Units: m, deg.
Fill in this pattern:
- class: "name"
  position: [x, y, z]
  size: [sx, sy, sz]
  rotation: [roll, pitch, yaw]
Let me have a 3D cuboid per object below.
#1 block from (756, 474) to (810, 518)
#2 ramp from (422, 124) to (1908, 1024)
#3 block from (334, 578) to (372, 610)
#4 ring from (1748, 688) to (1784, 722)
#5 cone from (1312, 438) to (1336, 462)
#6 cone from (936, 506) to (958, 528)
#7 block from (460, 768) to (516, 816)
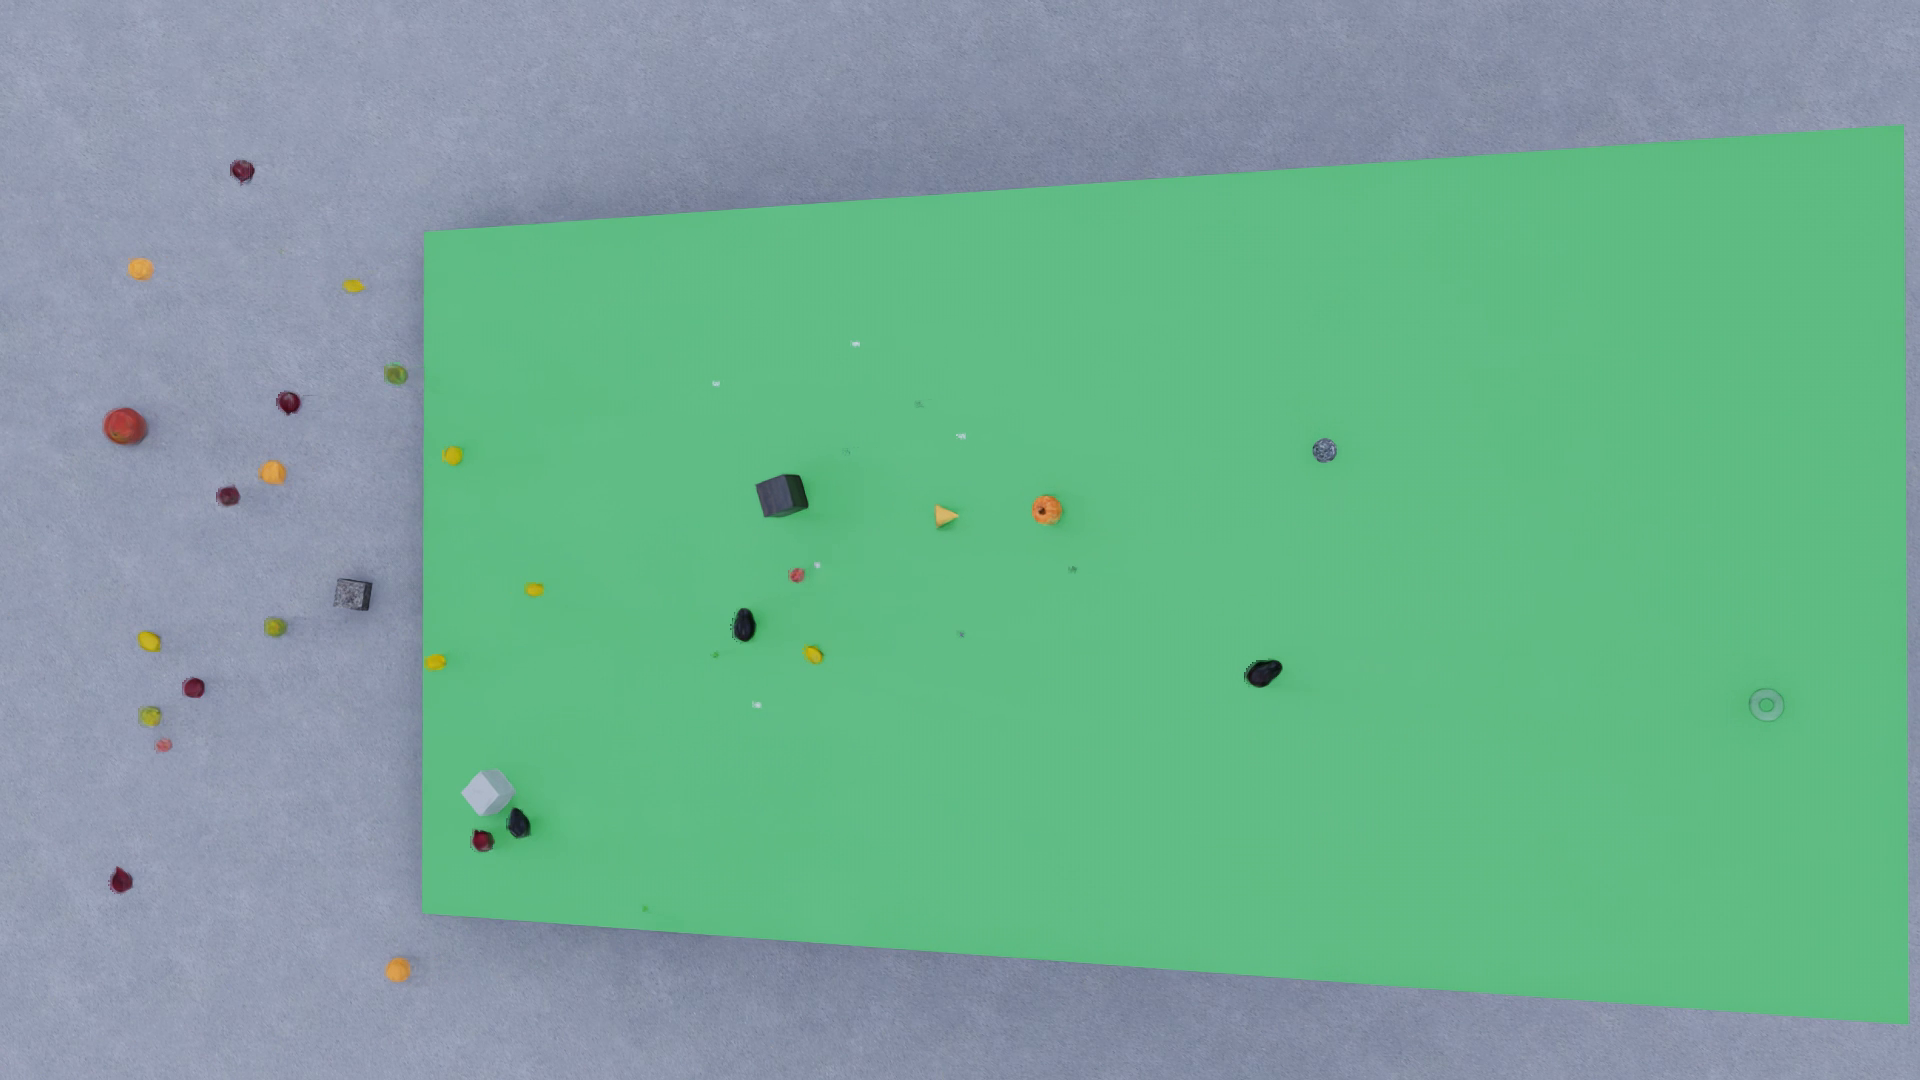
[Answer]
- class: "block"
  position: [-0.480, -0.118, 5.940]
  size: [0.093, 0.093, 0.093]
  rotation: [-20, 82, 22]
- class: "ramp"
  position: [0.283, 0.085, 5.717]
  size: [4.000, 0.100, 2.000]
  rotation: [0, 89, 23]
- class: "block"
  position: [-1.796, 0.162, 6.506]
  size: [0.082, 0.082, 0.082]
  rotation: [9, 89, 0]
- class: "ring"
  position: [1.828, 0.374, 4.985]
  size: [0.078, 0.026, 0.078]
  rotation: [0, 91, 23]
- class: "cone"
  position: [0.884, -0.220, 5.376]
  size: [0.061, 0.061, 0.061]
  rotation: [0, 89, 23]
- class: "cone"
  position: [-0.032, -0.063, 5.783]
  size: [0.063, 0.063, 0.063]
  rotation: [-1, 89, -4]
- class: "block"
  position: [-1.349, 0.723, 6.302]
  size: [0.092, 0.092, 0.092]
  rotation: [-47, 73, 16]
